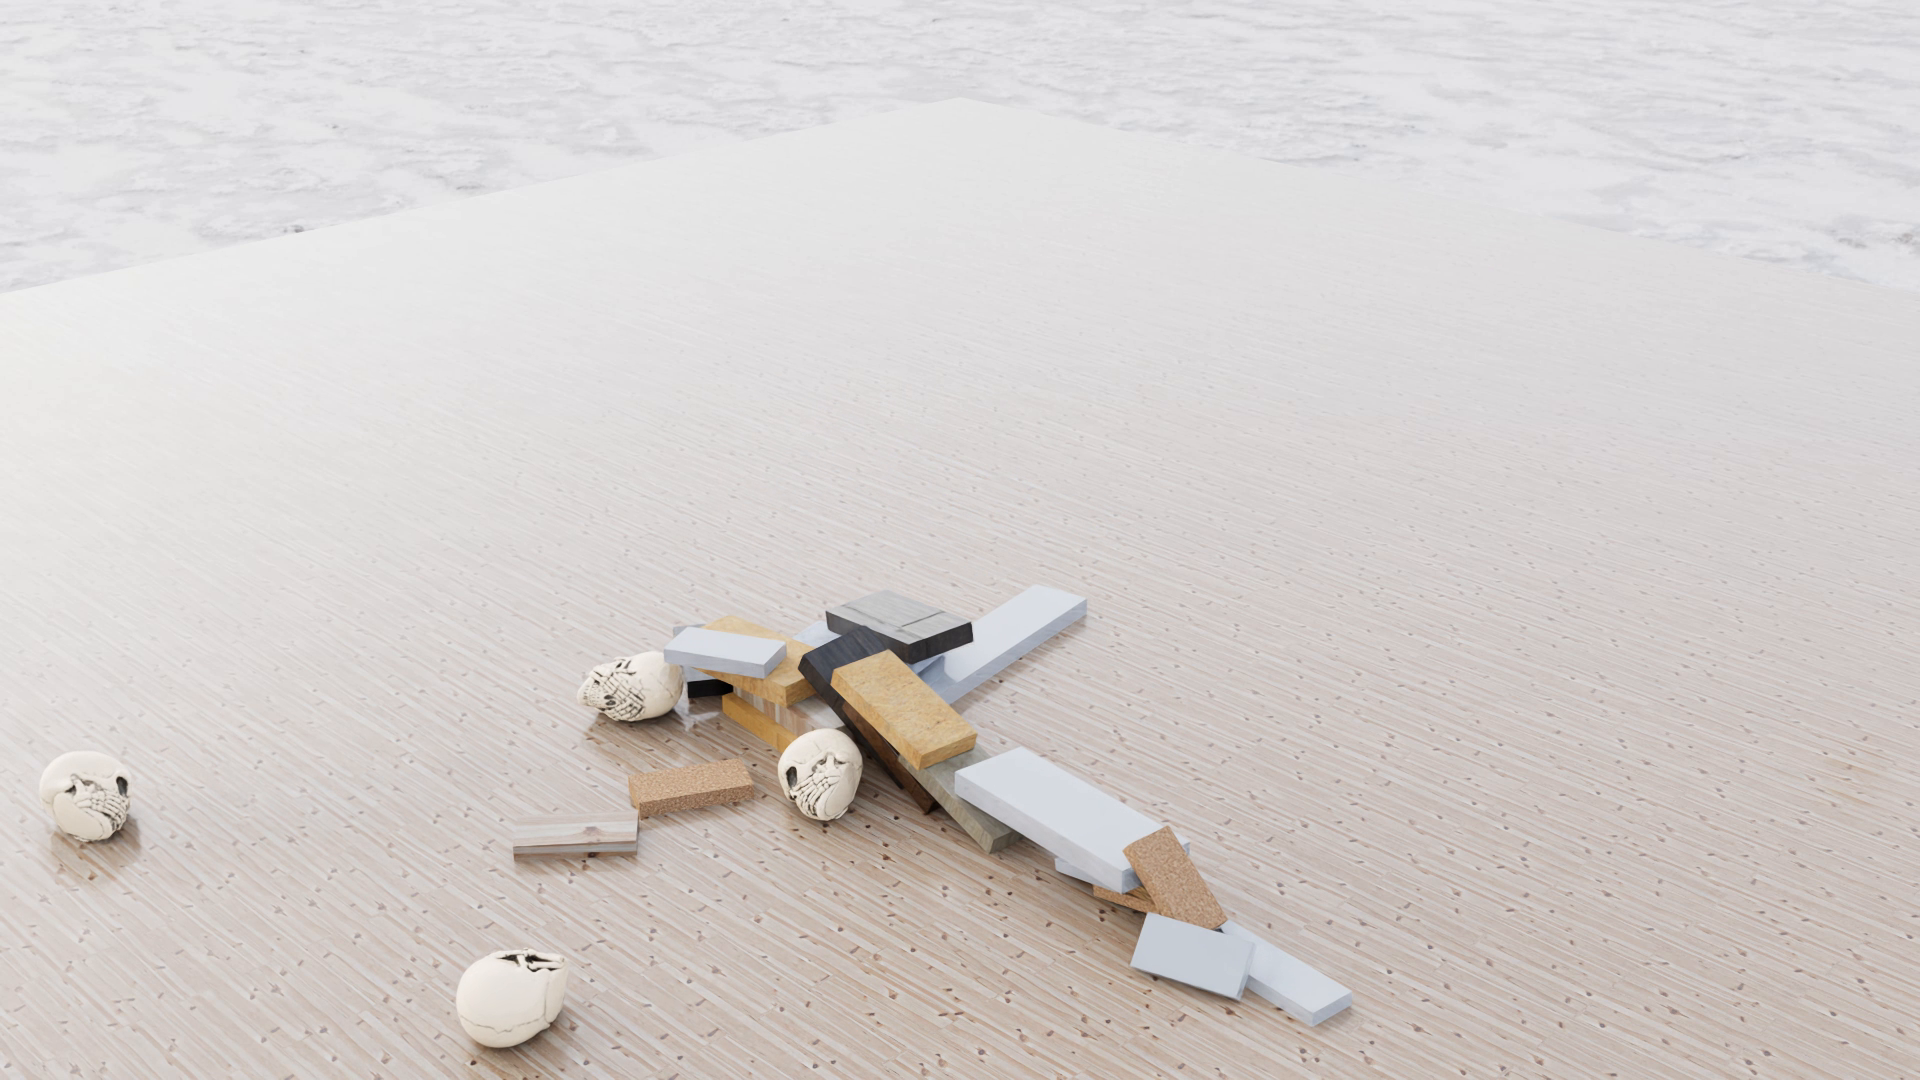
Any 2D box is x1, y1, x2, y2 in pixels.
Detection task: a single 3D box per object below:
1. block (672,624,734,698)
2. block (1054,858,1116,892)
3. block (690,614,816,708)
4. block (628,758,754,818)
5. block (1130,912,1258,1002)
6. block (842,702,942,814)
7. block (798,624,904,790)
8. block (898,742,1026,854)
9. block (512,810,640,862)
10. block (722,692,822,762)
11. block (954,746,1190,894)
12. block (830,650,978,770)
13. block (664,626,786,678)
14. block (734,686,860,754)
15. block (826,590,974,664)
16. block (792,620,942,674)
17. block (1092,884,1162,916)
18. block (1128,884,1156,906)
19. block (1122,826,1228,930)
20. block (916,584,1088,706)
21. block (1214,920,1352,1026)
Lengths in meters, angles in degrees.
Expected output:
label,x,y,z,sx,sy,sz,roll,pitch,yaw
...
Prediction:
label,x,y,z,sx,sy,sz,roll,pitch,yaw
block,-0.571,0.273,5.064,0.147,0.042,0.294,-5,24,-12
block,0.270,0.627,4.200,0.086,0.024,0.171,-18,18,-36
block,-0.446,0.263,4.841,0.355,0.050,0.177,19,29,37
block,-0.553,0.508,4.521,0.238,0.034,0.119,-8,24,-17
block,0.414,0.738,3.901,0.203,0.102,0.029,12,-18,27
block,-0.096,0.418,4.540,0.148,0.042,0.295,-21,60,-38
block,-0.163,0.349,4.644,0.177,0.050,0.355,-25,63,-38
block,0.026,0.497,4.419,0.148,0.042,0.295,-19,48,-37
block,-0.756,0.583,4.343,0.238,0.034,0.119,-2,23,-5
block,-0.376,0.390,4.789,0.147,0.042,0.294,-17,28,-34
block,0.209,0.532,4.230,0.172,0.049,0.486,-17,28,-36
block,-0.116,0.345,4.504,0.148,0.042,0.295,-19,46,-37
block,-0.510,0.244,4.779,0.238,0.034,0.119,8,24,18
block,-0.323,0.349,4.768,0.177,0.050,0.355,-17,28,-34
block,-0.141,0.196,5.023,0.172,0.049,0.344,-19,22,-32
block,-0.226,0.252,5.042,0.344,0.049,0.172,4,21,30
block,0.341,0.662,4.129,0.085,0.024,0.171,-19,19,-38
block,0.334,0.626,4.098,0.171,0.024,0.085,21,31,41
block,0.392,0.629,4.010,0.102,0.029,0.203,-19,69,-36
block,0.049,0.256,5.104,0.147,0.042,0.699,15,27,31
block,0.518,0.753,3.950,0.102,0.029,0.399,-18,29,-36
